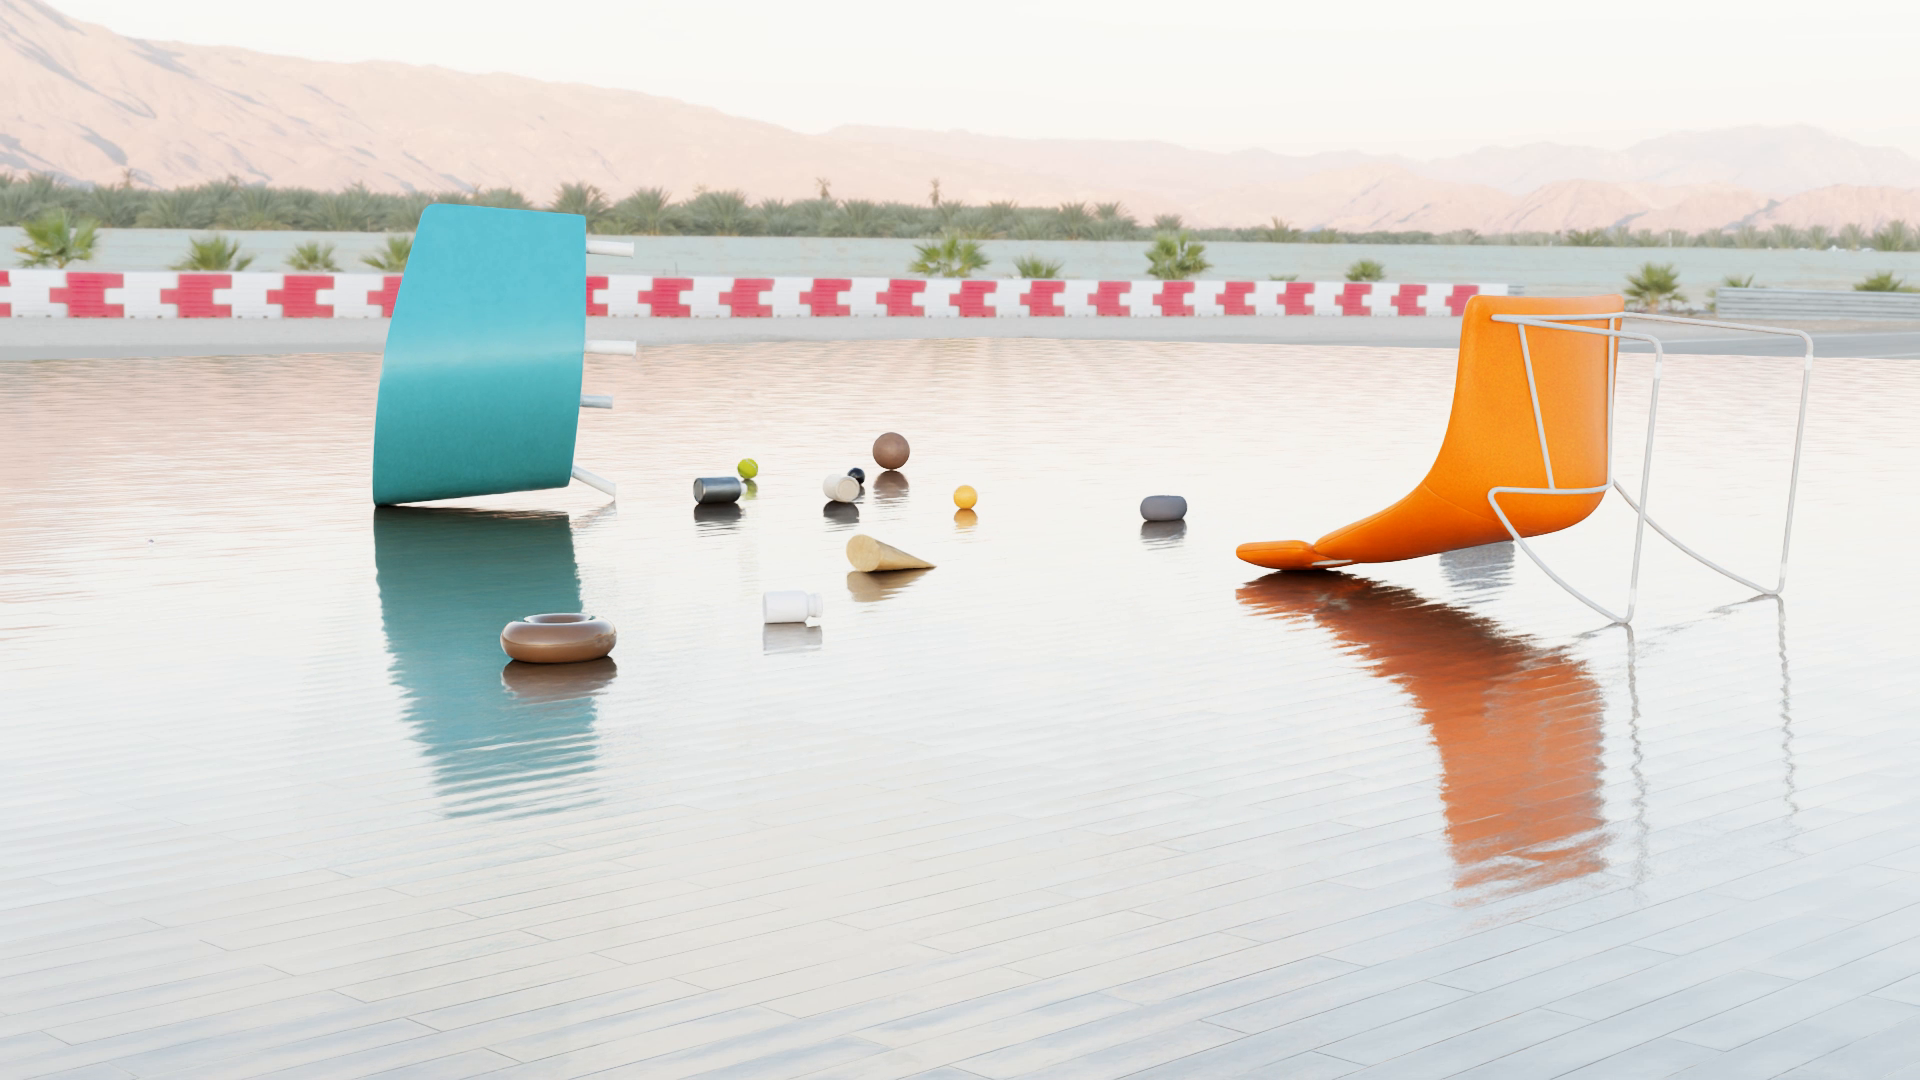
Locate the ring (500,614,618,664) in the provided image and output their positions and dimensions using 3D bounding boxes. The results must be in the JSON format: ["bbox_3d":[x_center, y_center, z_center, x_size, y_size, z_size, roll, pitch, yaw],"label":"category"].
[{"bbox_3d":[-0.694,0.169,4.443,0.187,0.068,0.223,4,6,28],"label":"ring"}]

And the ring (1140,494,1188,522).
[{"bbox_3d":[0.552,-0.086,6.950,0.103,0.063,0.191,6,7,33],"label":"ring"}]

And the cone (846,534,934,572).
[{"bbox_3d":[-0.133,0.045,5.783,0.191,0.082,0.188,11,4,-27],"label":"cone"}]

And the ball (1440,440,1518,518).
[{"bbox_3d":[1.416,-0.167,7.009,0.210,0.210,0.210,0,6,0],"label":"ball"}]
